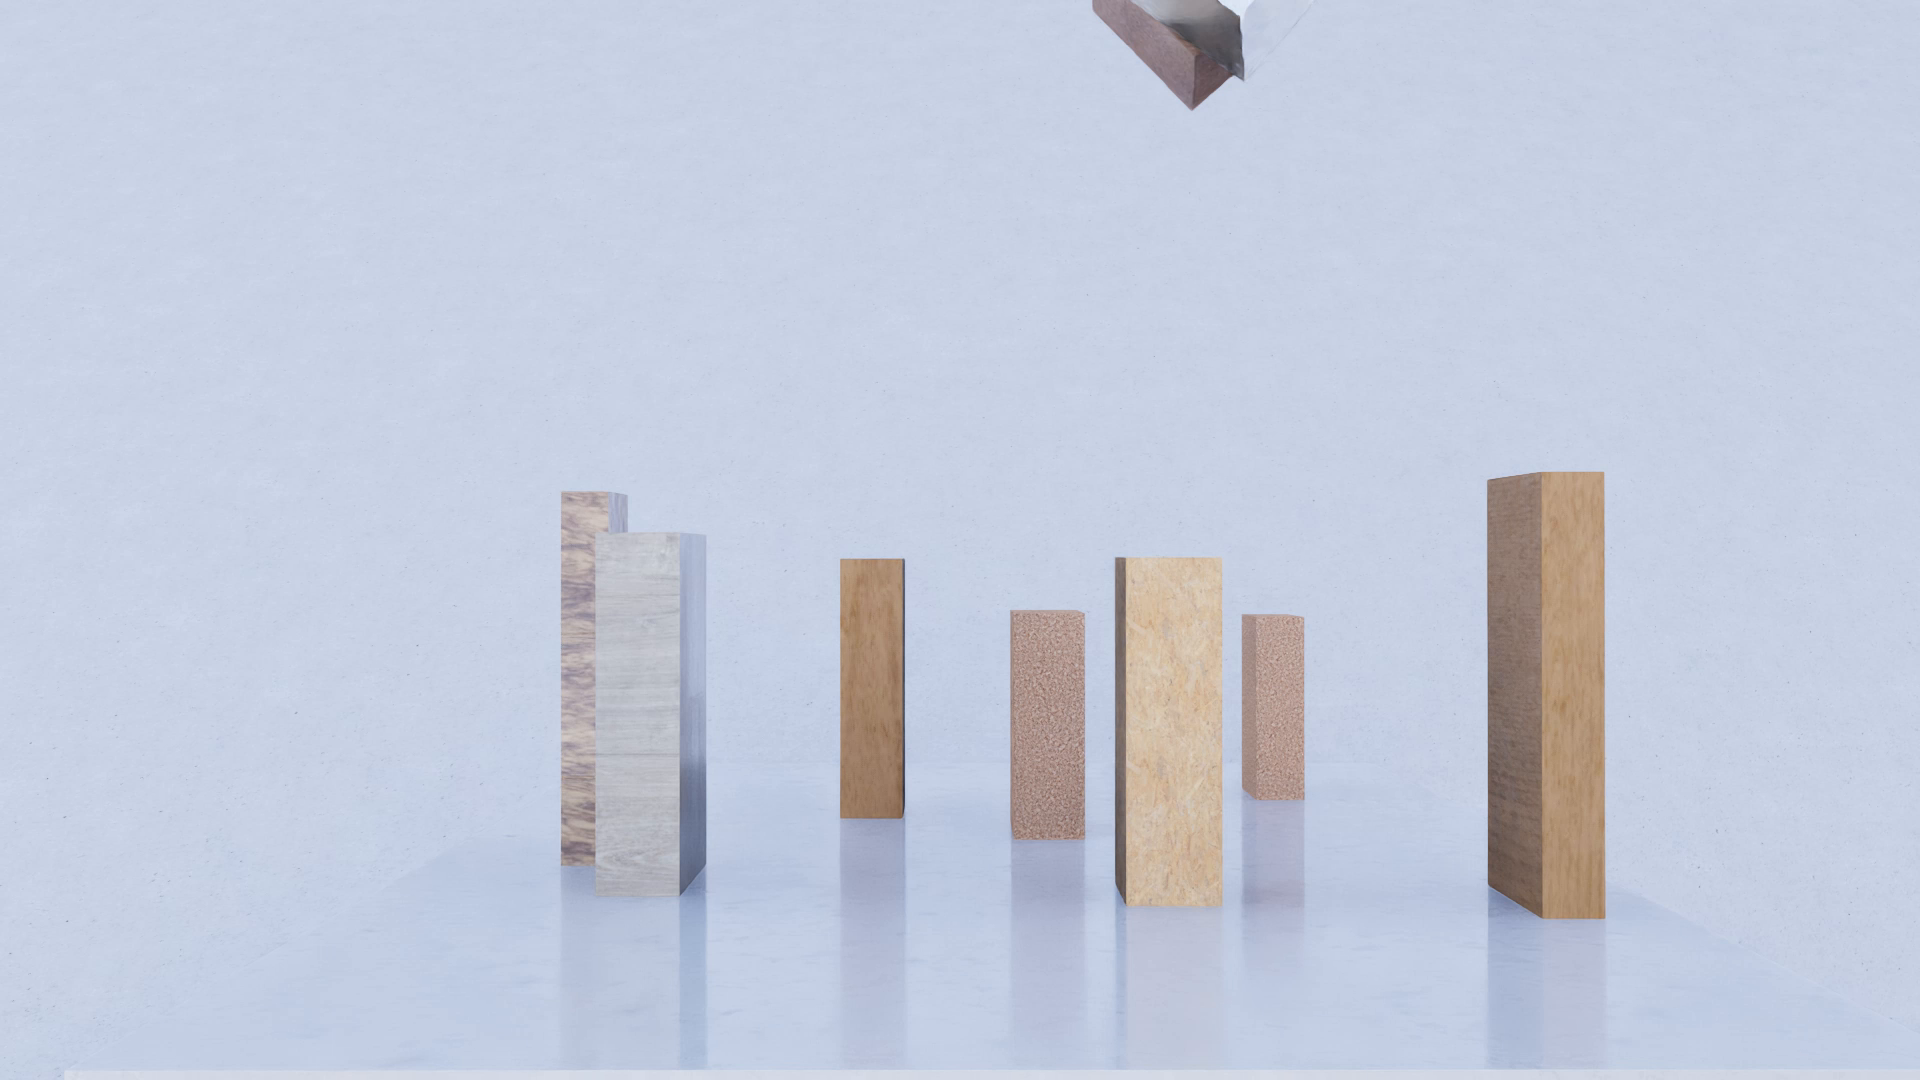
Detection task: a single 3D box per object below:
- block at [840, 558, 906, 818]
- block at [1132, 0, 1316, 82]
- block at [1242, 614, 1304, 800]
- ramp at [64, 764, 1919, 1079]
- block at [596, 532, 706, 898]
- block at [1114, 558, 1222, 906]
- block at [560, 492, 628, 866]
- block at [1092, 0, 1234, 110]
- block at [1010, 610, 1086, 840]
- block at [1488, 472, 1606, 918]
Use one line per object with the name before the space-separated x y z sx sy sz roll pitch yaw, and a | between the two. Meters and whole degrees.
block | -0.181 0.304 5.424 0.127 0.530 0.288 0 0 0
block | 0.226 -0.491 2.156 0.129 0.129 0.129 39 84 15
block | 0.702 0.370 5.823 0.106 0.401 0.294 0 0 0
ramp | 0.069 0.613 4.687 2.000 0.100 4.000 0 0 0
block | -0.506 0.275 4.279 0.132 0.572 0.438 0 0 0
block | 0.327 0.293 4.090 0.147 0.532 0.283 0 0 0
block | -0.648 0.240 4.599 0.082 0.646 0.260 0 0 0
block | 0.212 -0.496 2.309 0.134 0.134 0.134 -42 80 -4
block | 0.169 0.353 5.053 0.134 0.426 0.344 0 0 0
block | 0.903 0.230 4.008 0.093 0.658 0.394 0 0 0
